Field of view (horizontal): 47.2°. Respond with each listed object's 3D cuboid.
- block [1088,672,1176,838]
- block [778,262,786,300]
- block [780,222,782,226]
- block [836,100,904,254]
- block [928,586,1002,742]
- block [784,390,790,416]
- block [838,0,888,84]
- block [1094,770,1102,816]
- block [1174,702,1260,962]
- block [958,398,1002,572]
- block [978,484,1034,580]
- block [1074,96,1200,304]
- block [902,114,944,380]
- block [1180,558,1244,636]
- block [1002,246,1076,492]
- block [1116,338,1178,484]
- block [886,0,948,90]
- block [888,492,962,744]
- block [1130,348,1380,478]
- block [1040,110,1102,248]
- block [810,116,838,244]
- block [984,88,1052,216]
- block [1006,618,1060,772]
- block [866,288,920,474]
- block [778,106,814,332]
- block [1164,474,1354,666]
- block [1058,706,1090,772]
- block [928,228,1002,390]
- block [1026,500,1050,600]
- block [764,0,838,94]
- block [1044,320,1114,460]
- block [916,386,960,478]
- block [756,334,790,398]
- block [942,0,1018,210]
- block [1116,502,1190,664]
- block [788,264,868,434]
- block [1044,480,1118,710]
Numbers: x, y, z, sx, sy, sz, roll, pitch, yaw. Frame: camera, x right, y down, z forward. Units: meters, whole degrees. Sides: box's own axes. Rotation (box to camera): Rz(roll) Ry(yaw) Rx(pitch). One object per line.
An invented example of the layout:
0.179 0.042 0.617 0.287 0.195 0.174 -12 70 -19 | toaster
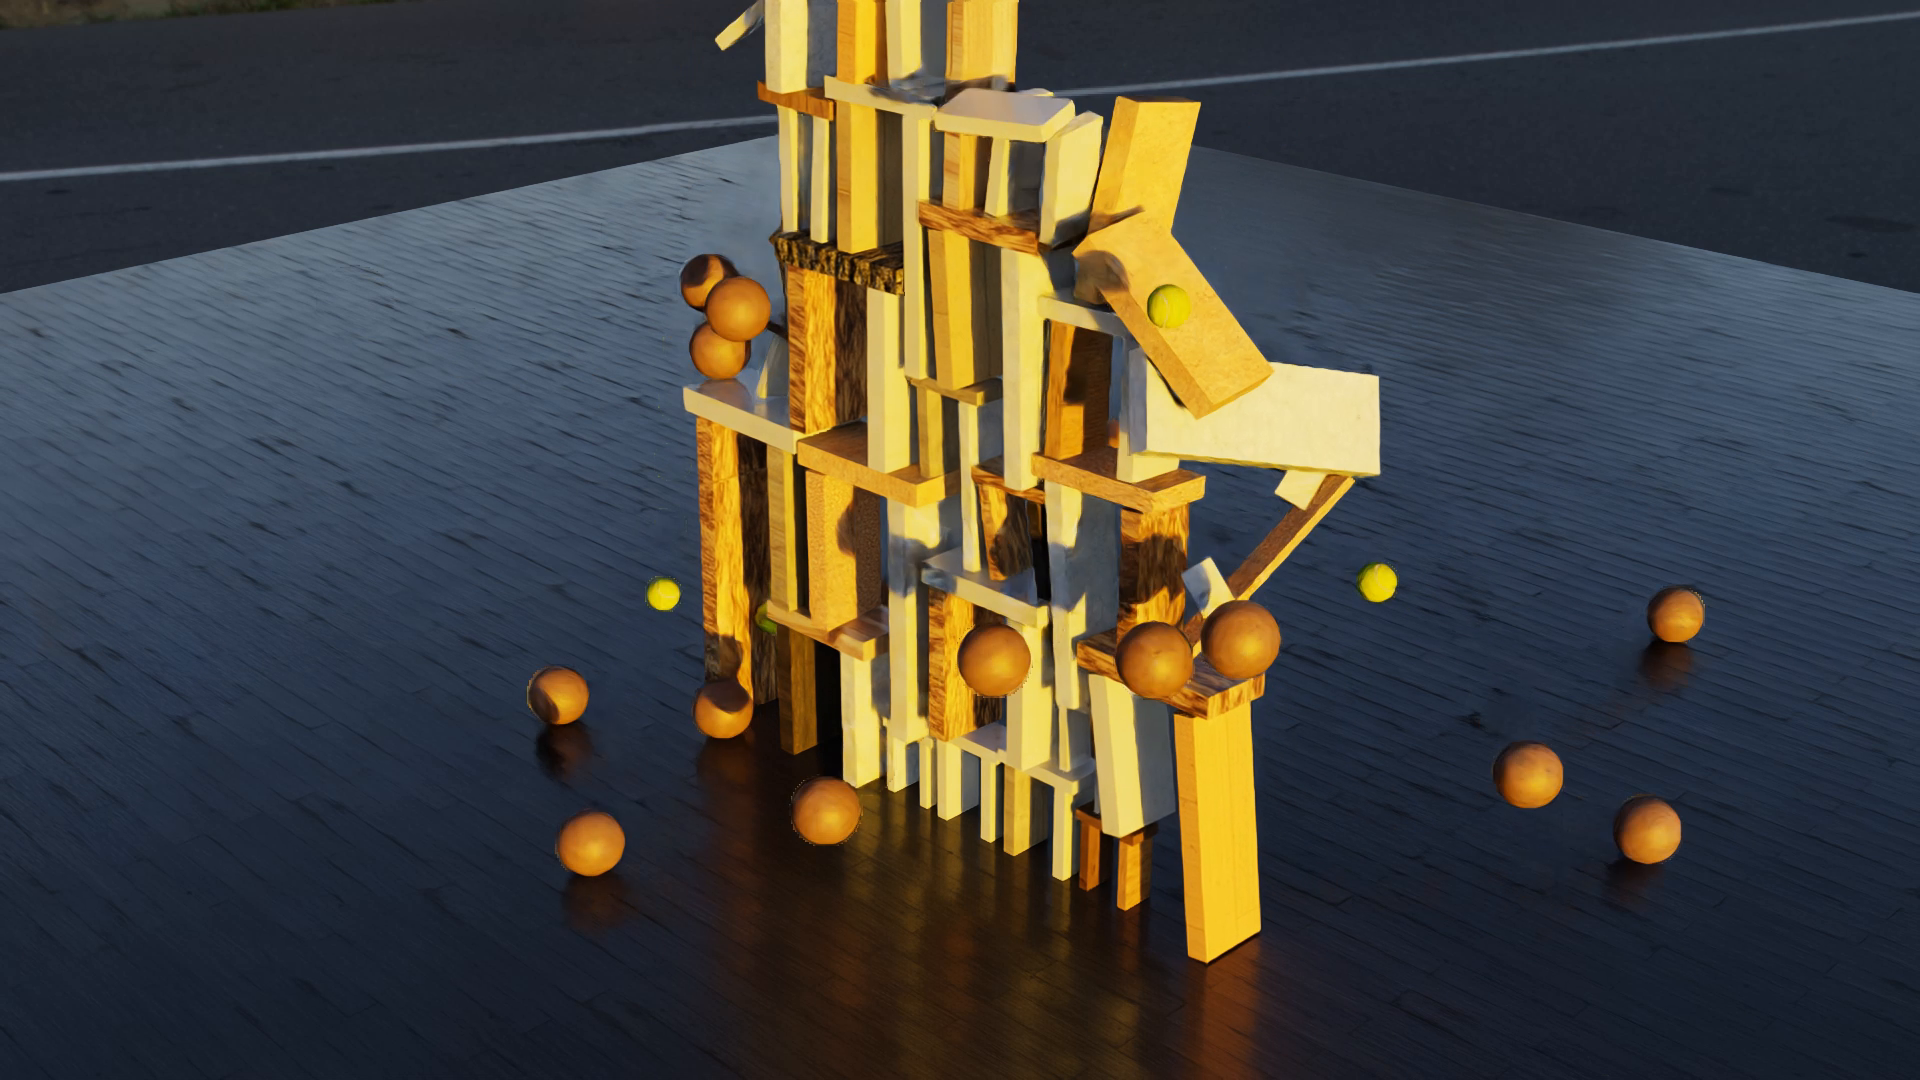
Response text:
0.319 0.375 4.053 0.155 0.310 0.044 -18 18 -40 | block
-0.336 -0.473 4.597 0.019 0.306 0.067 -35 62 -19 | block
-0.233 -0.829 4.339 0.098 0.534 0.028 31 29 17 | block
-0.164 -0.690 4.116 0.142 0.283 0.040 -21 32 -40 | block
0.012 0.224 4.293 0.152 0.318 0.043 -19 30 -37 | block
-0.302 -0.323 4.412 0.076 0.151 0.021 -20 52 -41 | block
-0.140 -1.000 3.946 0.168 0.336 0.048 -21 34 -40 | block
0.283 0.416 4.110 0.067 0.192 0.019 -18 26 -41 | block
0.464 0.511 3.946 0.155 0.474 0.044 -21 23 -40 | block
0.042 -0.110 4.133 0.025 0.336 0.089 18 29 41 | block
0.086 -0.027 4.126 0.026 0.185 0.093 8 22 44 | block
0.304 -0.585 3.778 0.049 0.349 0.175 27 26 35 | block
-0.038 -0.547 4.041 0.142 0.489 0.040 -21 31 -41 | block
0.435 0.097 3.795 0.061 0.122 0.017 -29 -2 8 | block
0.142 -0.318 3.938 0.042 0.443 0.147 19 30 40 | block
0.333 -0.235 3.821 0.036 0.253 0.126 19 26 40 | block
-0.070 -0.945 3.905 0.038 0.268 0.134 19 30 41 | block
-0.062 0.139 4.353 0.169 0.516 0.048 -21 31 -40 | block
0.510 -0.215 3.760 0.499 0.175 0.049 4 -7 -30 | block
0.186 -0.606 3.700 0.030 0.210 0.105 32 46 32 | block
-0.225 -0.695 4.179 0.121 0.242 0.034 -21 36 -40 | block
0.101 -0.676 3.831 0.105 0.210 0.030 -20 38 -41 | block
0.160 0.272 4.162 0.152 0.304 0.043 -19 29 -37 | block
-0.098 -0.321 4.194 0.048 0.360 0.169 22 31 40 | block
-0.291 -0.635 4.307 0.121 0.456 0.034 -22 31 -40 | block
0.533 0.046 3.917 0.446 0.017 0.061 -48 32 -1 | block
0.217 0.365 4.157 0.019 0.134 0.067 16 25 42 | block
0.017 -0.435 4.024 0.147 0.294 0.042 -21 27 -40 | block
0.173 0.007 4.046 0.026 0.185 0.093 9 23 45 | block
-0.282 -1.036 4.090 0.168 0.383 0.048 -20 32 -38 | block
0.214 -0.279 3.929 0.036 0.253 0.126 20 27 41 | block
-0.038 -0.215 4.176 0.025 0.177 0.089 18 29 42 | block
-0.361 -0.360 4.487 0.076 0.151 0.021 -8 45 -37 | block
0.037 -0.815 3.840 0.134 0.461 0.038 -21 33 -40 | block
0.343 0.066 3.905 0.040 0.284 0.142 18 27 39 | block
-0.257 -0.392 4.335 0.169 0.338 0.048 -21 32 -40 | block
0.229 0.086 4.042 0.040 0.427 0.142 10 20 44 | block
